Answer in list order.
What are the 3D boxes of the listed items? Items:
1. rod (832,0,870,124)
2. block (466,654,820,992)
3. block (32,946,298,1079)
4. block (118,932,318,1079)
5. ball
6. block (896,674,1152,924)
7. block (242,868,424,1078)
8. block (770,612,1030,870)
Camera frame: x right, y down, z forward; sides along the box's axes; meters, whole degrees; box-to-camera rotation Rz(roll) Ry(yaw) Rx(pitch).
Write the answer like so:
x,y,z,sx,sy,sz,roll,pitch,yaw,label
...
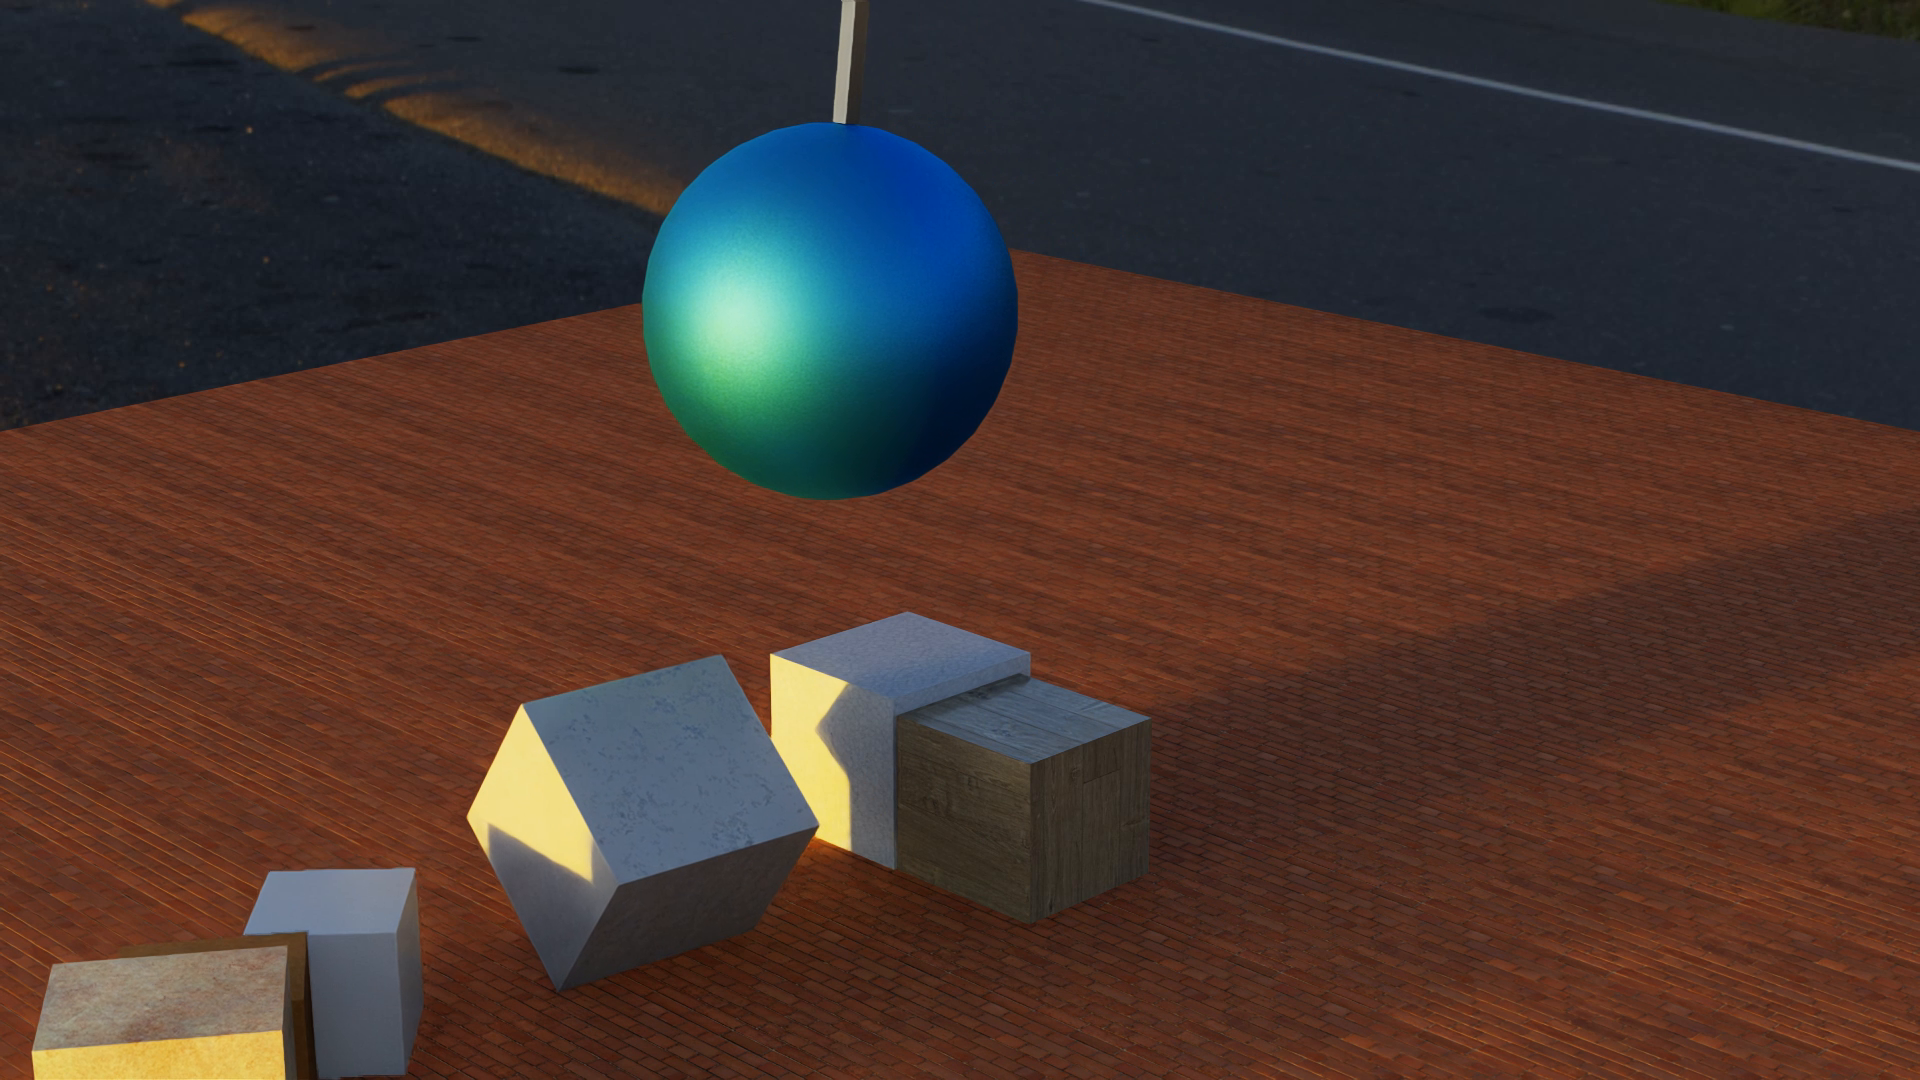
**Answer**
x,y,z,sx,sy,sz,roll,pitch,yaw,label
-0.239,-4.279,11.746,0.080,5.200,0.080,17,16,42,rod
-1.358,1.196,12.478,0.989,0.858,0.911,-13,60,-36,block
-2.806,2.022,10.472,0.829,0.863,0.689,-3,18,-10,block
-2.822,1.933,11.129,0.701,0.639,0.598,-3,18,-10,block
-0.551,-0.970,12.459,1.600,1.600,1.600,0,17,0,ball
0.291,1.162,13.377,0.793,0.761,0.836,-17,24,-42,block
-2.507,1.737,11.781,0.593,0.623,0.622,-1,17,-3,block
-0.280,0.935,13.968,0.893,0.840,0.845,-16,24,-42,block
